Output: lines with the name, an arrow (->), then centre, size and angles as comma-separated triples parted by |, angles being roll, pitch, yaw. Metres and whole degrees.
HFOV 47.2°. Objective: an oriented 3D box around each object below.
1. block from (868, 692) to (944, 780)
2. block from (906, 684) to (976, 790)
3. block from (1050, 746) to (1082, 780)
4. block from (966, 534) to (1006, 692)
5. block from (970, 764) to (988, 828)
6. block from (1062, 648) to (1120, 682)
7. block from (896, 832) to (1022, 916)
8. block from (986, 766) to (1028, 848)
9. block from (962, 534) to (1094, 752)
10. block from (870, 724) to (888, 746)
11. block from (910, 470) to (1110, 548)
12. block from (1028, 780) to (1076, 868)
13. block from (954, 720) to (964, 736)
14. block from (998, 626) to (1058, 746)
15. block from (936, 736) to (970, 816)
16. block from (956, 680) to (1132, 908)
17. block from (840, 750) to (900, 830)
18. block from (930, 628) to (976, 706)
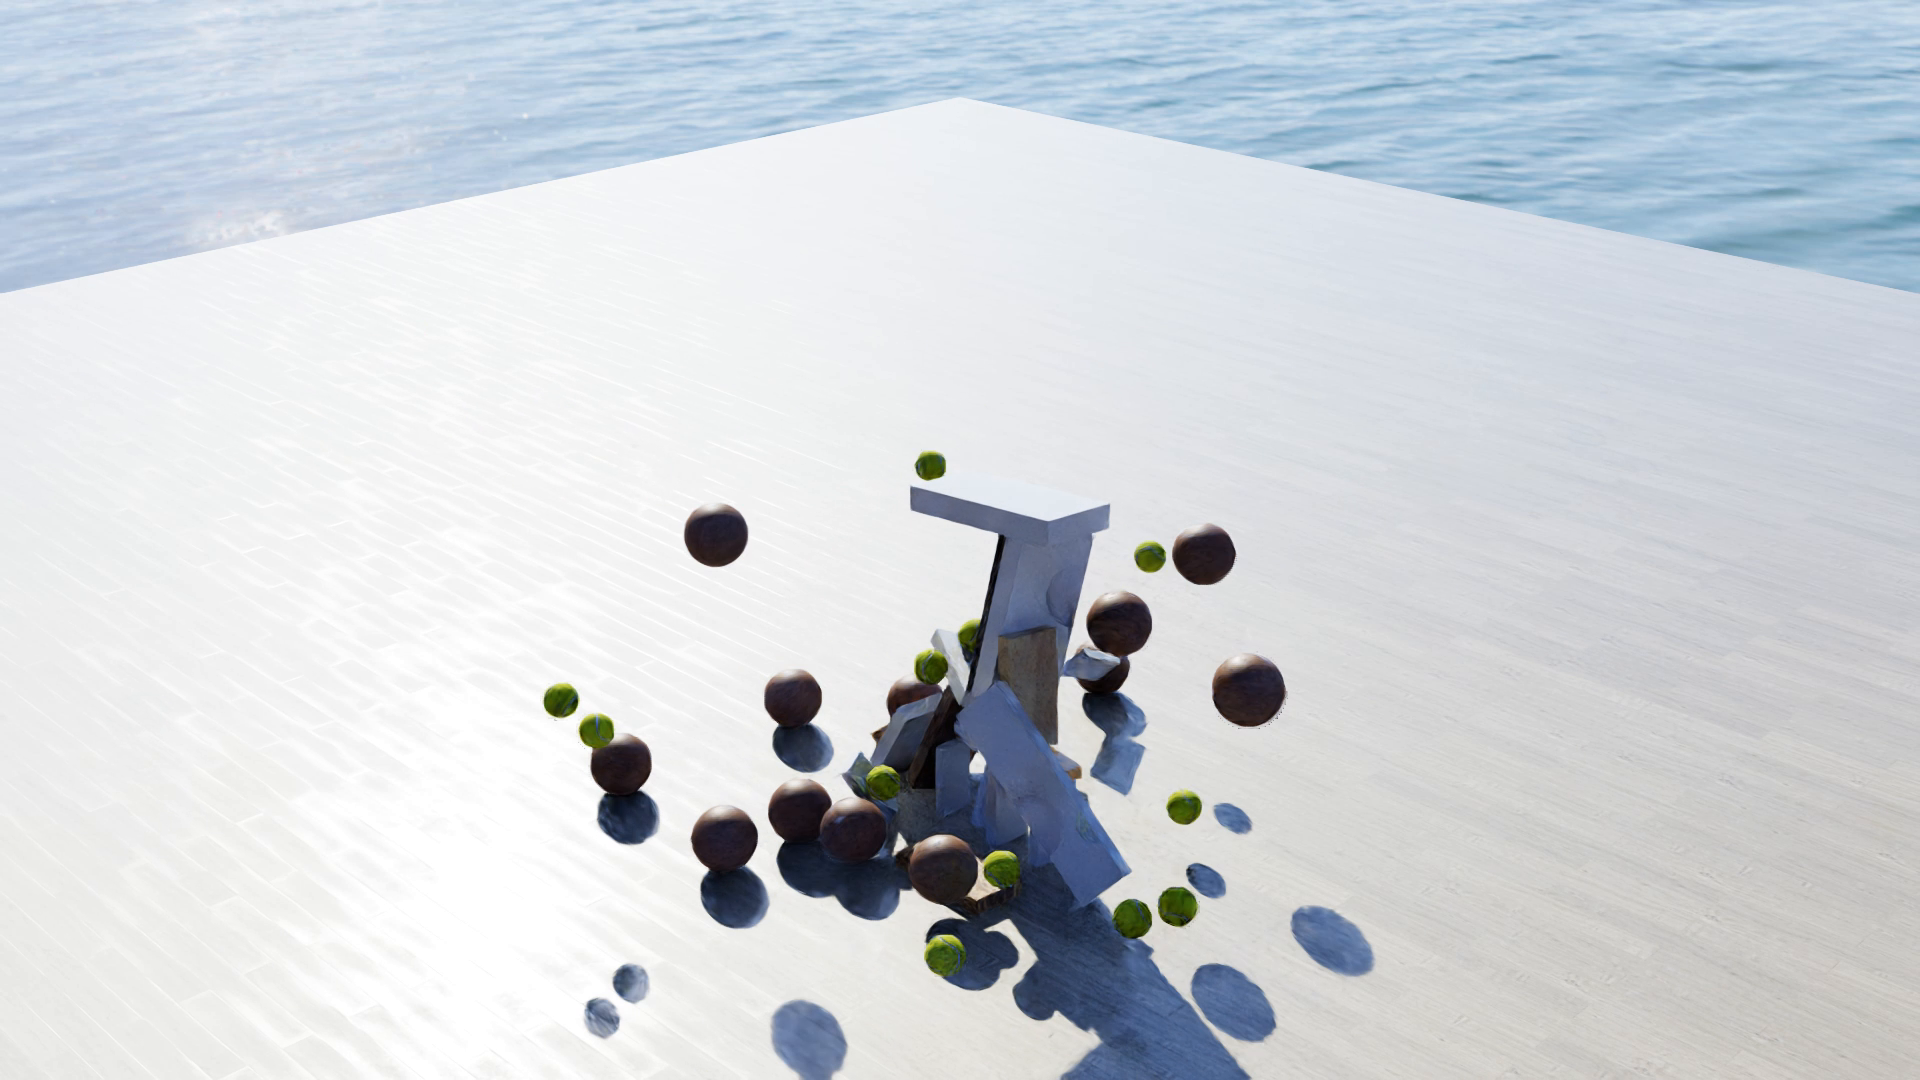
block -> -0.110, 0.408, 4.523 | 0.117, 0.234, 0.033 | -17, 60, -35
block -> -0.014, 0.402, 4.478 | 0.117, 0.234, 0.033 | 8, 26, -36
block -> 0.147, 0.424, 4.265 | 0.089, 0.025, 0.177 | -11, 25, -34
block -> 0.096, 0.114, 4.357 | 0.050, 0.356, 0.178 | 17, 21, 13
block -> 0.072, 0.496, 4.381 | 0.076, 0.151, 0.021 | -6, 29, -40
block -> 0.283, 0.273, 4.790 | 0.148, 0.074, 0.021 | 14, 43, -56
block -> -0.002, 0.637, 4.217 | 0.117, 0.033, 0.233 | -19, 29, -37
block -> 0.094, 0.510, 4.331 | 0.089, 0.177, 0.025 | -19, 30, -37
block -> 0.131, 0.192, 4.289 | 0.178, 0.451, 0.050 | -4, 25, -38
block -> 0.002, 0.330, 4.671 | 0.415, 0.074, 0.021 | -30, 57, -6
block -> 0.094, -0.064, 4.234 | 0.356, 0.050, 0.178 | 15, 22, 41
block -> 0.179, 0.539, 4.258 | 0.089, 0.177, 0.025 | -15, 28, -37
block -> 0.063, 0.400, 4.383 | 0.076, 0.021, 0.151 | -4, 25, -39
block -> 0.133, 0.290, 4.249 | 0.117, 0.233, 0.033 | -11, 16, -35
block -> -0.015, 0.477, 4.444 | 0.021, 0.151, 0.076 | 21, 31, 40
block -> 0.157, 0.477, 4.154 | 0.436, 0.117, 0.033 | 56, 31, 13
block -> -0.179, 0.500, 4.394 | 0.021, 0.148, 0.074 | -23, 20, 29
block -> 0.026, 0.267, 4.464 | 0.117, 0.033, 0.234 | 14, 25, -24
